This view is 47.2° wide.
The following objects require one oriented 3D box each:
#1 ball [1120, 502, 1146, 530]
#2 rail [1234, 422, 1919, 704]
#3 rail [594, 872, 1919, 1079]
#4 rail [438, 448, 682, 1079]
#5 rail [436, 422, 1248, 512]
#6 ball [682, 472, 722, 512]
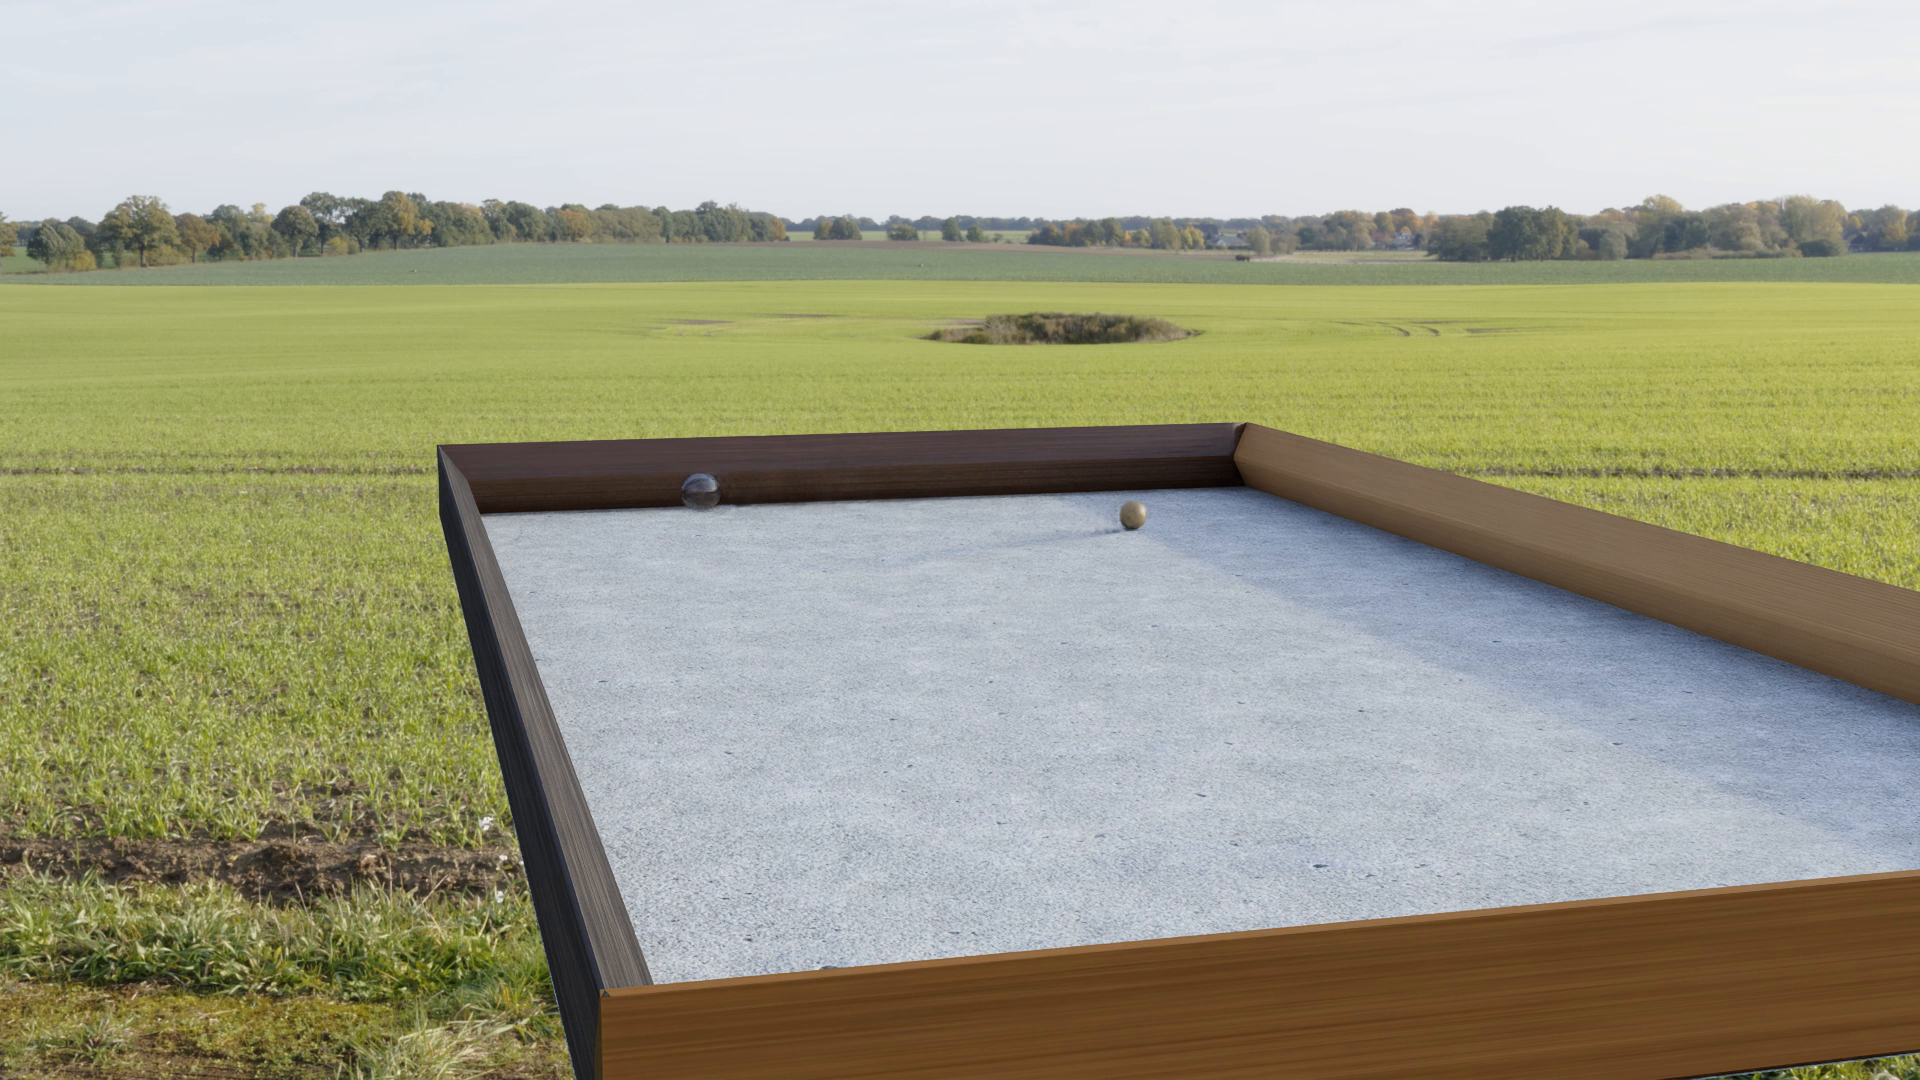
[{"bbox_3d":[0.276,-0.039,3.515,0.044,0.044,0.044,0,9,0],"label":"ball"},{"bbox_3d":[0.849,0.039,2.773,0.045,0.117,2.647,-2,9,-15],"label":"rail"},{"bbox_3d":[0.508,0.259,1.353,1.450,0.117,0.045,-2,9,-15],"label":"rail"},{"bbox_3d":[-0.506,0.095,2.414,0.045,0.117,2.647,-2,9,-15],"label":"rail"},{"bbox_3d":[-0.165,-0.126,3.834,1.450,0.117,0.045,-2,9,-15],"label":"rail"},{"bbox_3d":[-0.437,-0.081,3.718,0.066,0.066,0.066,0,9,0],"label":"ball"}]
